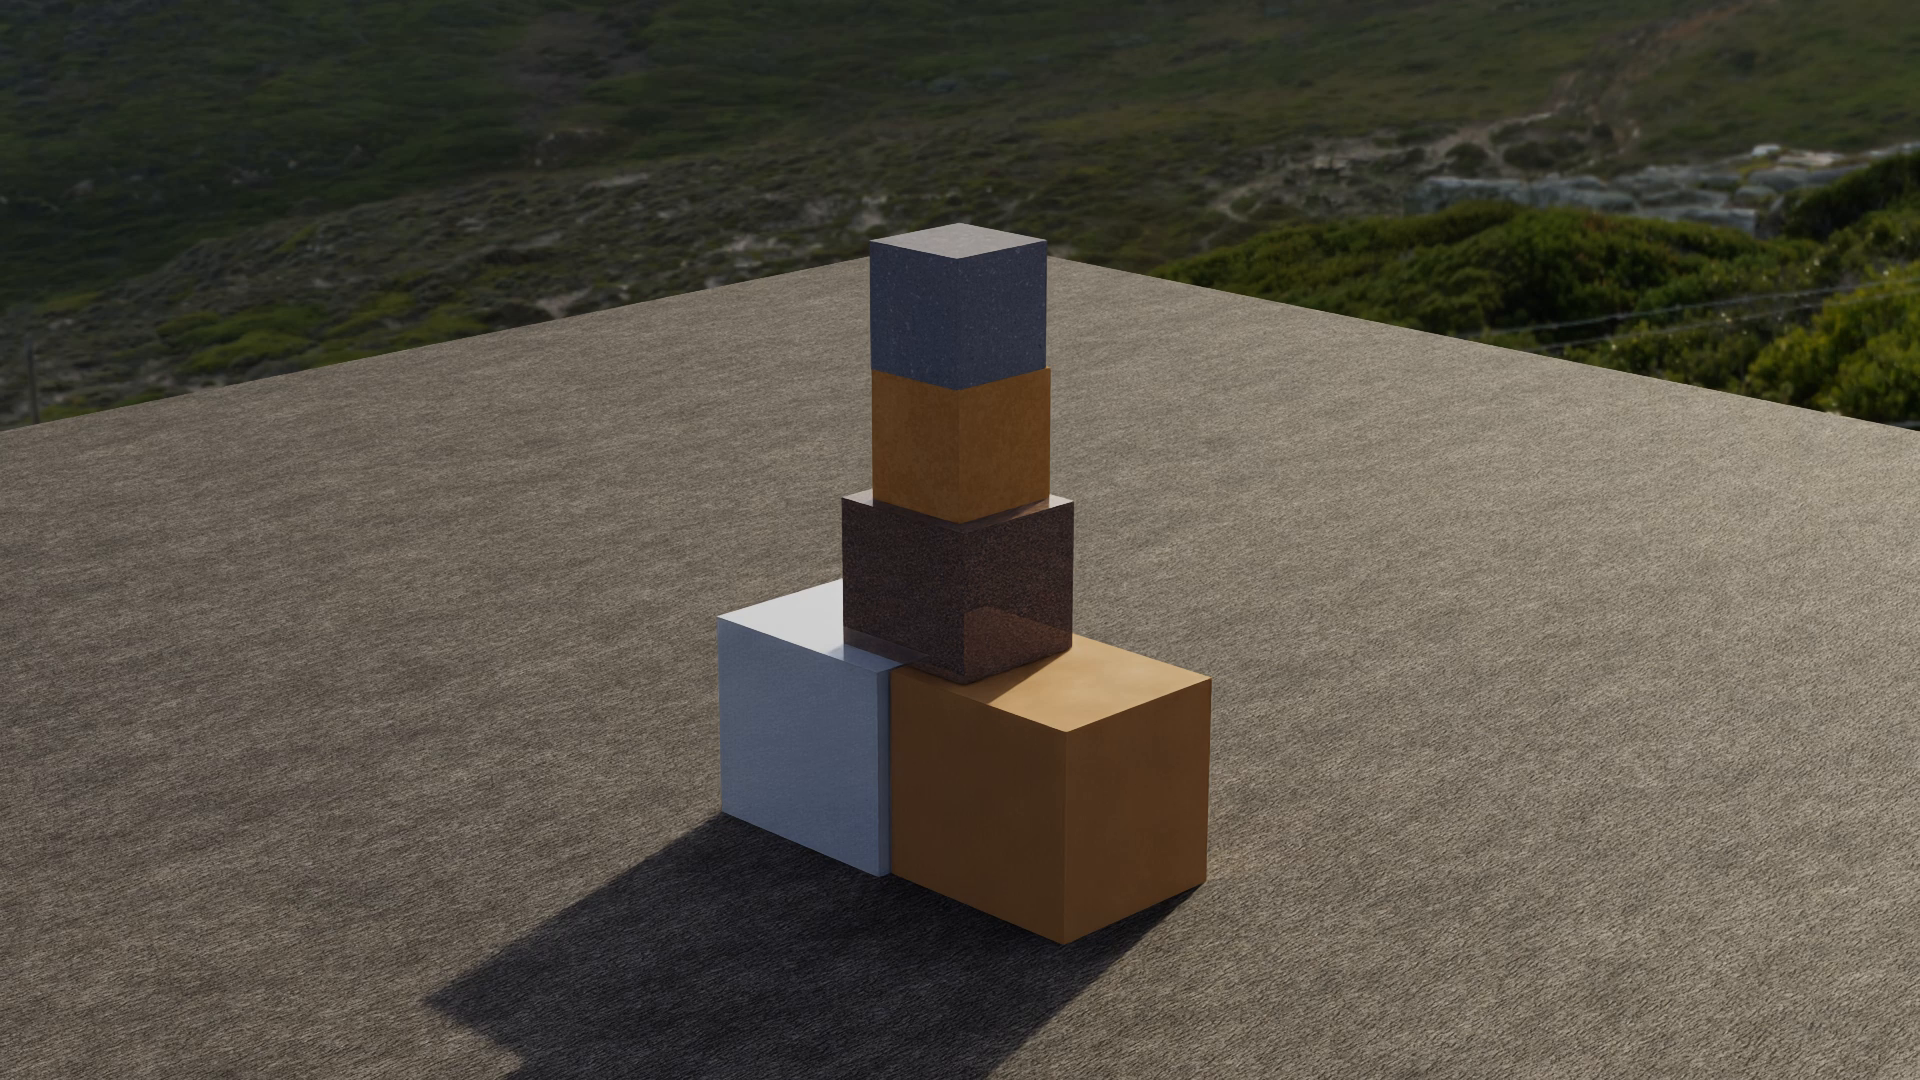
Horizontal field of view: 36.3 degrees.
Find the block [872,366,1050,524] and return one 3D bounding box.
[{"bbox_3d":[0.005,-0.480,13.196,0.579,0.607,0.554,-17,24,-42],"label":"block"}]

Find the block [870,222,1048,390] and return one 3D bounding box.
[{"bbox_3d":[-0.007,-1.043,13.006,0.562,0.582,0.546,-17,24,-42],"label":"block"}]

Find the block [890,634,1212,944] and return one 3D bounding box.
[{"bbox_3d":[0.406,1.073,13.279,0.951,0.990,1.080,-17,24,-42],"label":"block"}]

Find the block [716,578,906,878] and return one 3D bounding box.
[{"bbox_3d":[-0.398,0.844,13.998,1.029,0.996,1.102,-17,24,-42],"label":"block"}]

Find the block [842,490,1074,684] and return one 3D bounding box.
[{"bbox_3d":[-0.011,0.149,13.377,0.703,0.702,0.786,-17,24,-42],"label":"block"}]
